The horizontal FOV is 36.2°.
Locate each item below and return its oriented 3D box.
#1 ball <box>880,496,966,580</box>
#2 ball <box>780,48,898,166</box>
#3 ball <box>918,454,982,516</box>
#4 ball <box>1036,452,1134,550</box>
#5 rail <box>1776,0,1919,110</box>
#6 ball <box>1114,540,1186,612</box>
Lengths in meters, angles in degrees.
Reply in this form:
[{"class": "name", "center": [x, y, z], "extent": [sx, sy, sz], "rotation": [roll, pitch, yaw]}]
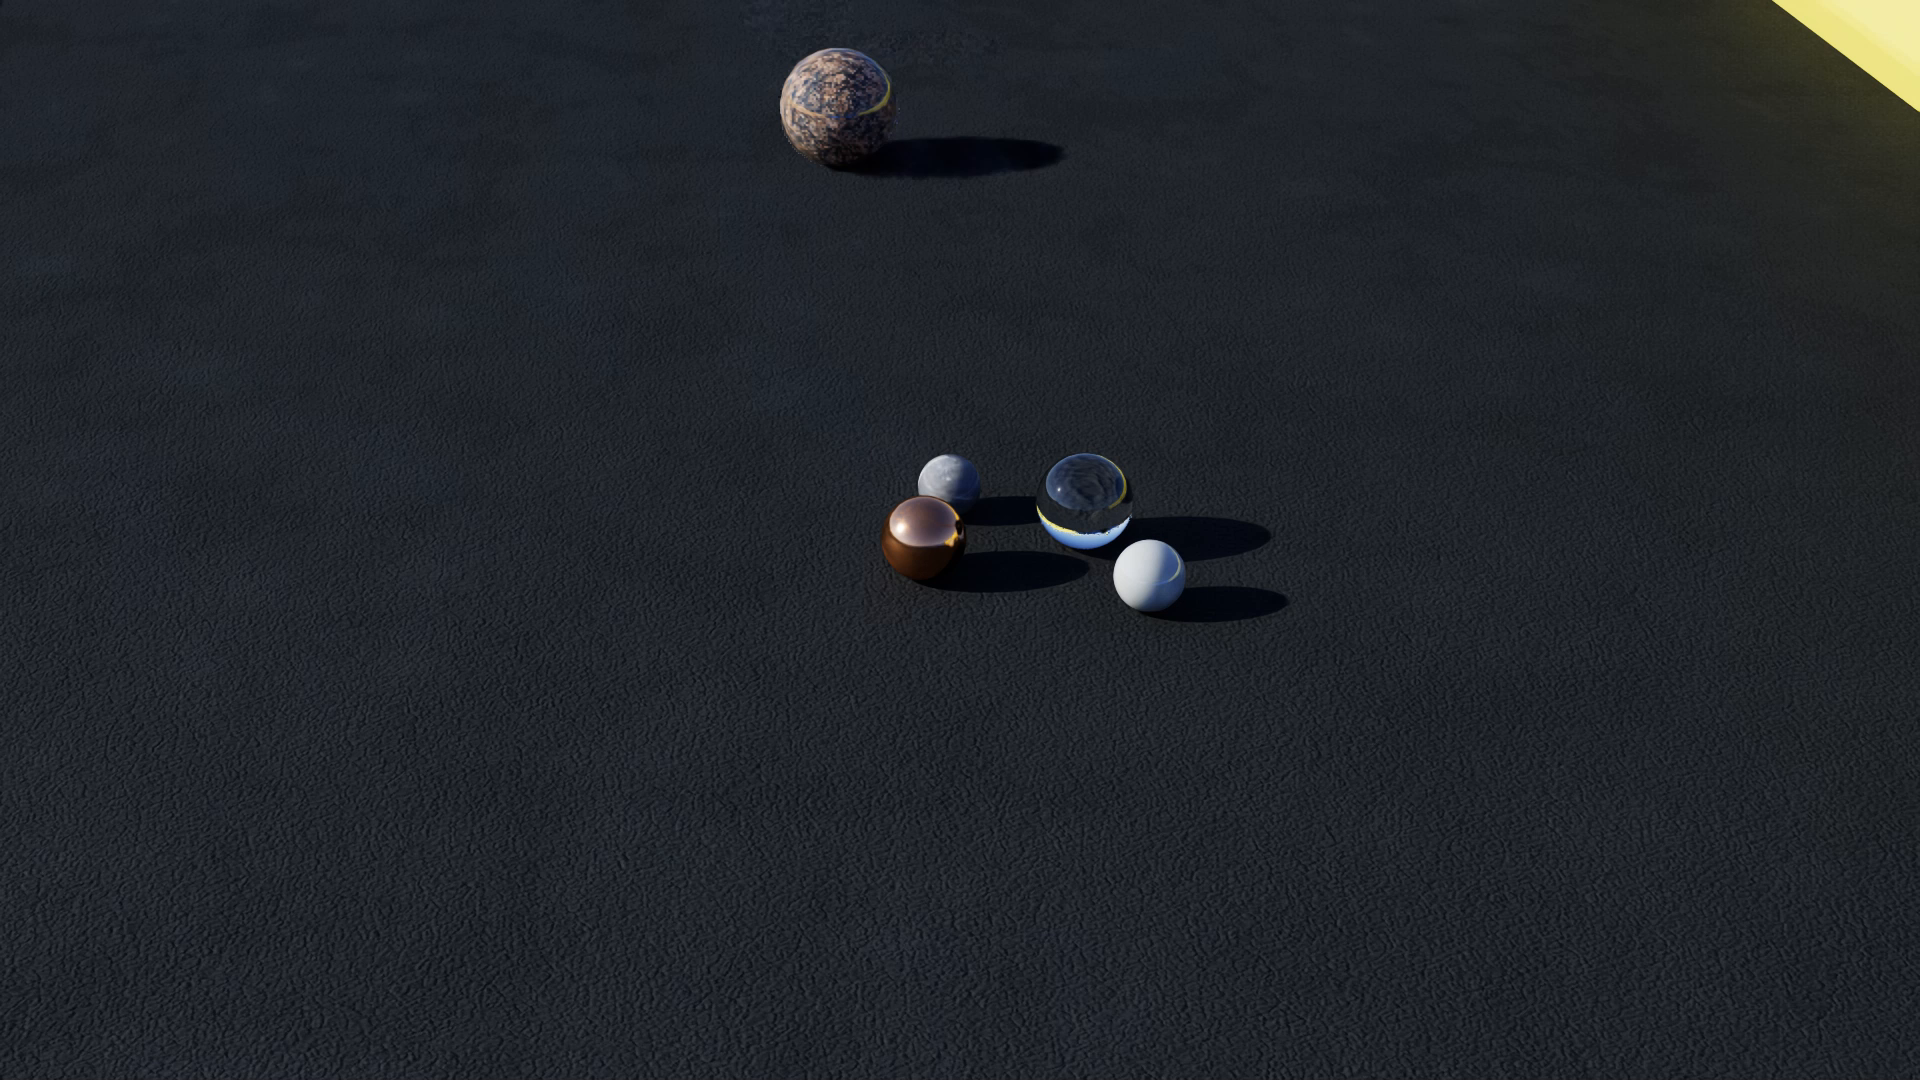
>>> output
[{"class": "ball", "center": [-0.022, -0.001, 1.821], "extent": [0.053, 0.053, 0.053], "rotation": [0, 28, 0]}, {"class": "ball", "center": [-0.101, -0.360, 2.444], "extent": [0.097, 0.097, 0.097], "rotation": [0, 28, 0]}, {"class": "ball", "center": [-0.007, -0.035, 1.897], "extent": [0.041, 0.041, 0.041], "rotation": [0, 28, 0]}, {"class": "ball", "center": [0.079, -0.025, 1.856], "extent": [0.062, 0.062, 0.062], "rotation": [0, 28, 0]}, {"class": "rail", "center": [0.794, -0.500, 2.672], "extent": [0.045, 0.126, 3.369], "rotation": [-4, 29, -8]}, {"class": "ball", "center": [0.115, 0.022, 1.787], "extent": [0.044, 0.044, 0.044], "rotation": [0, 28, 0]}]
